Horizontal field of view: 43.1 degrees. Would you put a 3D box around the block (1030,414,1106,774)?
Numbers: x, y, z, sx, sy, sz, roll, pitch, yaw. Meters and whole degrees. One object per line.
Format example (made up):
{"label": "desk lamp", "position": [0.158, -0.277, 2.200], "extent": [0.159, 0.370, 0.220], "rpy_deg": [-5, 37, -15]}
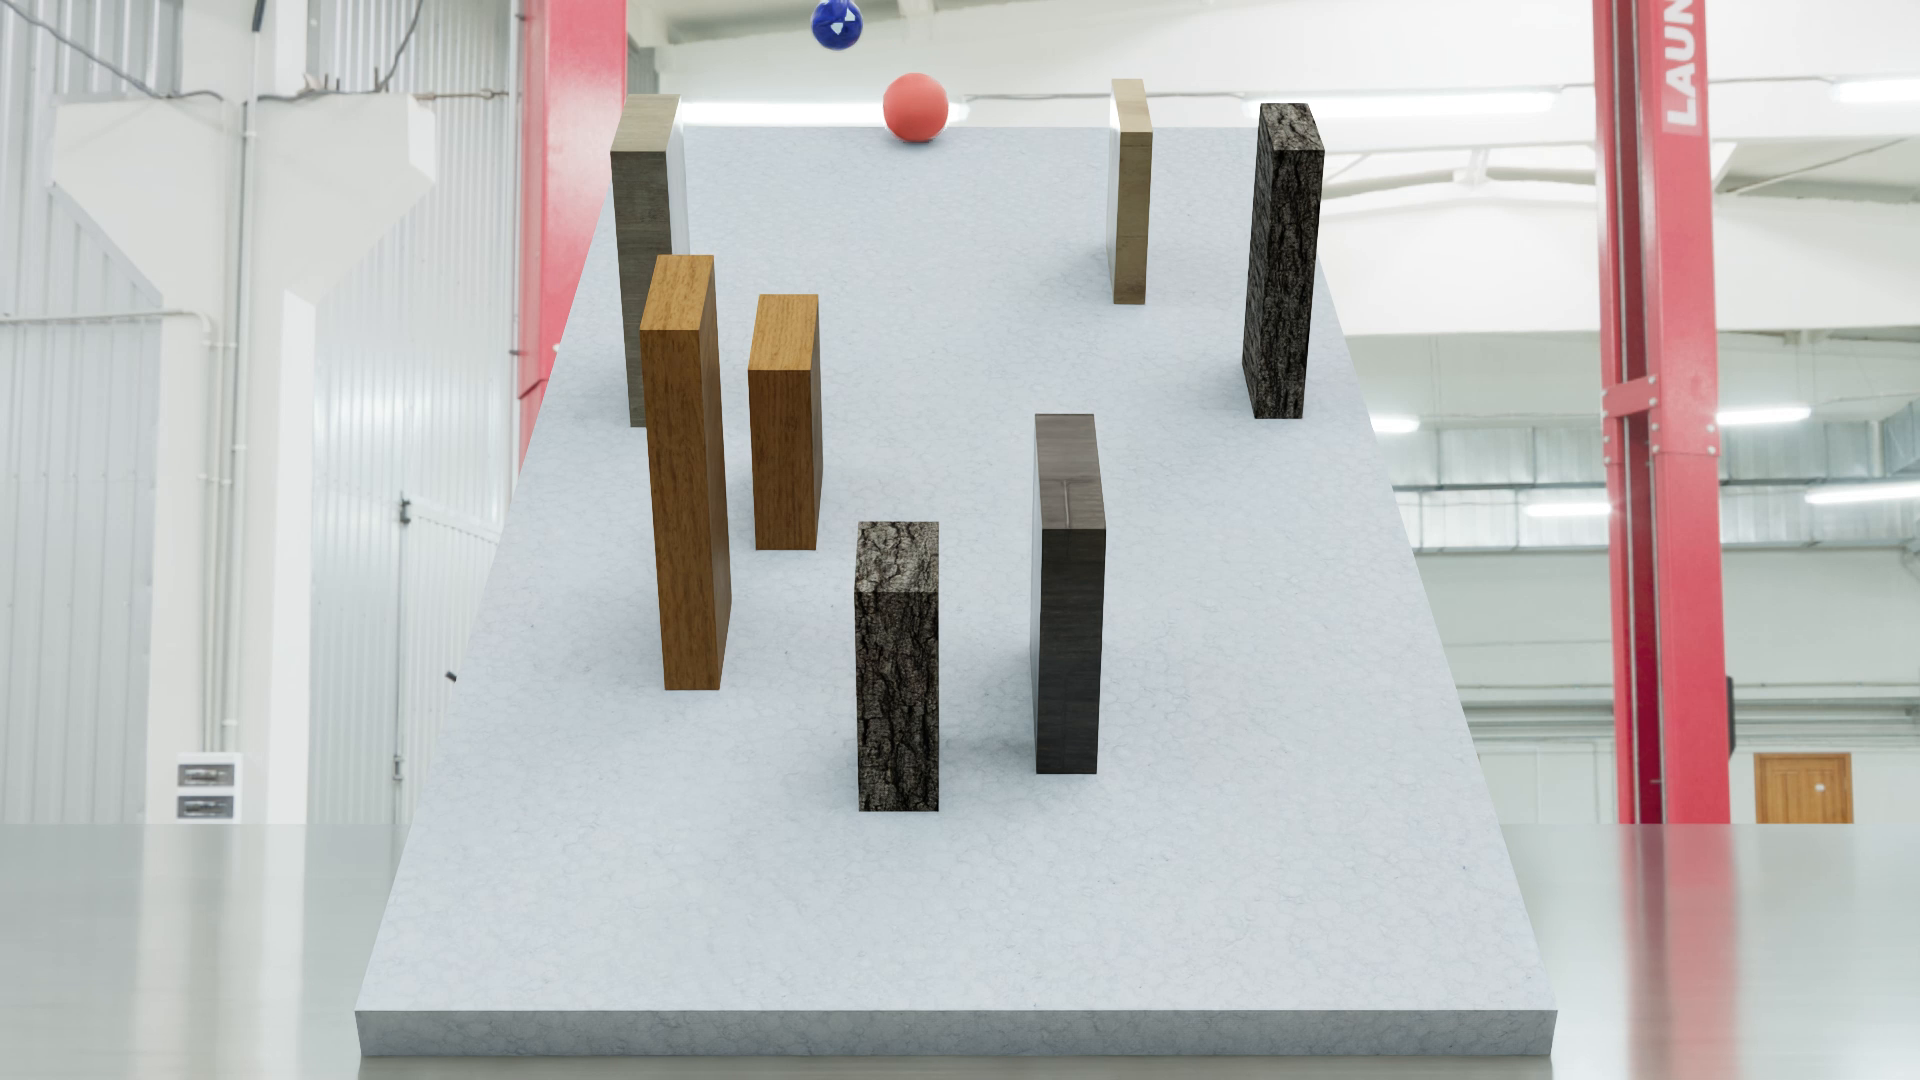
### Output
{"label": "block", "position": [0.202, 0.100, 4.650], "extent": [0.115, 0.540, 0.439], "rpy_deg": [0, 31, 0]}

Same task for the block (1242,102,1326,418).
{"label": "block", "position": [0.765, -0.662, 5.785], "extent": [0.115, 0.686, 0.298], "rpy_deg": [0, 31, 0]}

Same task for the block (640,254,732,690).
{"label": "block", "position": [-0.533, -0.127, 4.776], "extent": [0.108, 0.795, 0.332], "rpy_deg": [0, 31, 0]}

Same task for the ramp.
{"label": "ramp", "position": [-0.014, -0.202, 5.777], "extent": [2.000, 0.100, 4.000], "rpy_deg": [0, 31, 0]}

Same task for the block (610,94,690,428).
{"label": "block", "position": [-0.722, -0.661, 5.761], "extent": [0.125, 0.699, 0.361], "rpy_deg": [0, 31, 0]}

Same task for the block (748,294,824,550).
{"label": "block", "position": [-0.380, -0.262, 5.348], "extent": [0.131, 0.440, 0.372], "rpy_deg": [0, 31, 0]}

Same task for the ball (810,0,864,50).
{"label": "ball", "position": [-0.357, -1.500, 7.056], "extent": [0.154, 0.154, 0.154], "rpy_deg": [0, -7, 0]}

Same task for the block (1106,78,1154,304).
{"label": "block", "position": [0.445, -0.923, 6.422], "extent": [0.082, 0.480, 0.385], "rpy_deg": [0, 31, 0]}

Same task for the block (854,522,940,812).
{"label": "block", "position": [-0.113, 0.234, 4.480], "extent": [0.148, 0.481, 0.243], "rpy_deg": [0, 31, 0]}

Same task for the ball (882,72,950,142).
{"label": "ball", "position": [-0.134, -1.306, 7.326], "extent": [0.205, 0.205, 0.205], "rpy_deg": [0, -7, 0]}
